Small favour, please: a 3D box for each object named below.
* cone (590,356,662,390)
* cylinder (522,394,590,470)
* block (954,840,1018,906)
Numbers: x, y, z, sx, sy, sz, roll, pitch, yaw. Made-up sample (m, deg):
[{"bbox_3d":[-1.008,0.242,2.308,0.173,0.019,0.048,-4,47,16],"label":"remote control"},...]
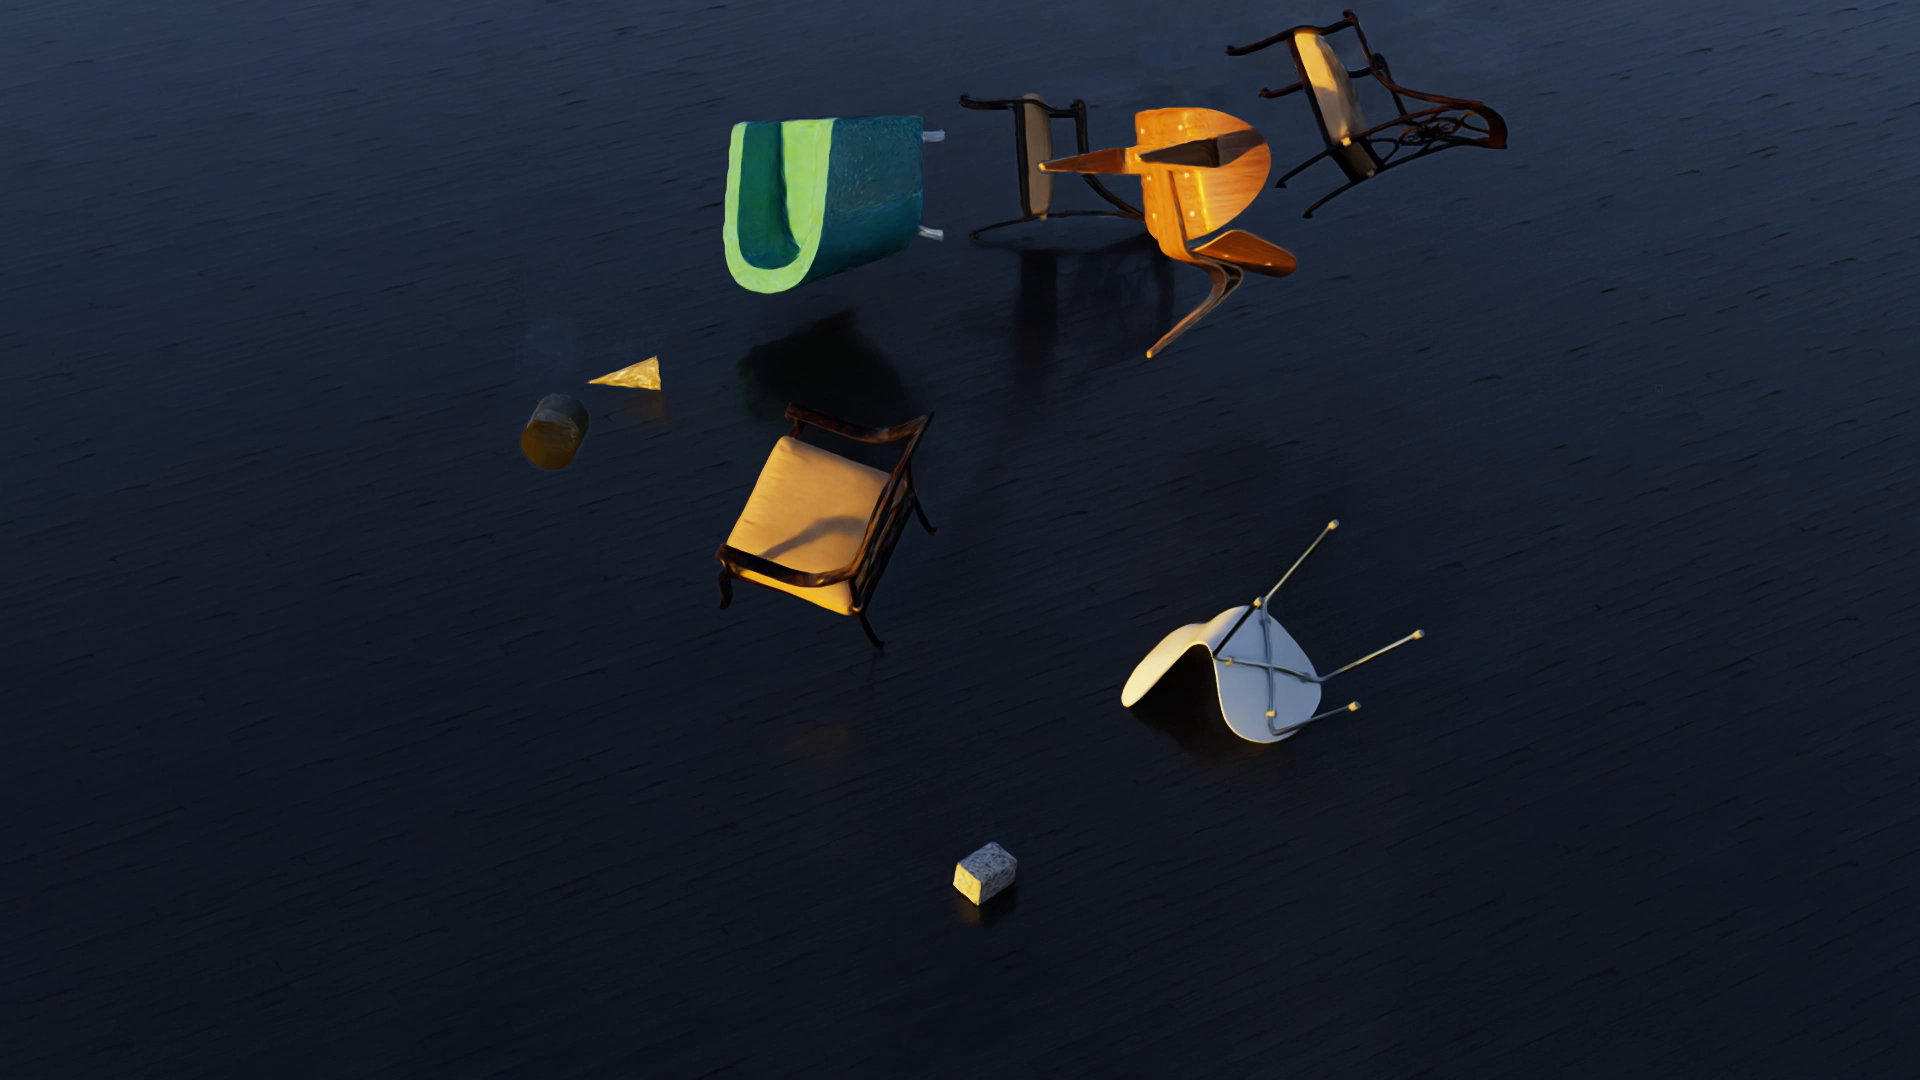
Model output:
[{"bbox_3d":[-1.357,-0.653,11.792,0.295,0.195,0.118,-8,66,-6],"label":"cone"},{"bbox_3d":[-1.461,-0.392,10.589,0.201,0.192,0.223,40,27,-15],"label":"cylinder"},{"bbox_3d":[0.080,1.050,9.244,0.160,0.102,0.111,-28,52,-36],"label":"block"}]
